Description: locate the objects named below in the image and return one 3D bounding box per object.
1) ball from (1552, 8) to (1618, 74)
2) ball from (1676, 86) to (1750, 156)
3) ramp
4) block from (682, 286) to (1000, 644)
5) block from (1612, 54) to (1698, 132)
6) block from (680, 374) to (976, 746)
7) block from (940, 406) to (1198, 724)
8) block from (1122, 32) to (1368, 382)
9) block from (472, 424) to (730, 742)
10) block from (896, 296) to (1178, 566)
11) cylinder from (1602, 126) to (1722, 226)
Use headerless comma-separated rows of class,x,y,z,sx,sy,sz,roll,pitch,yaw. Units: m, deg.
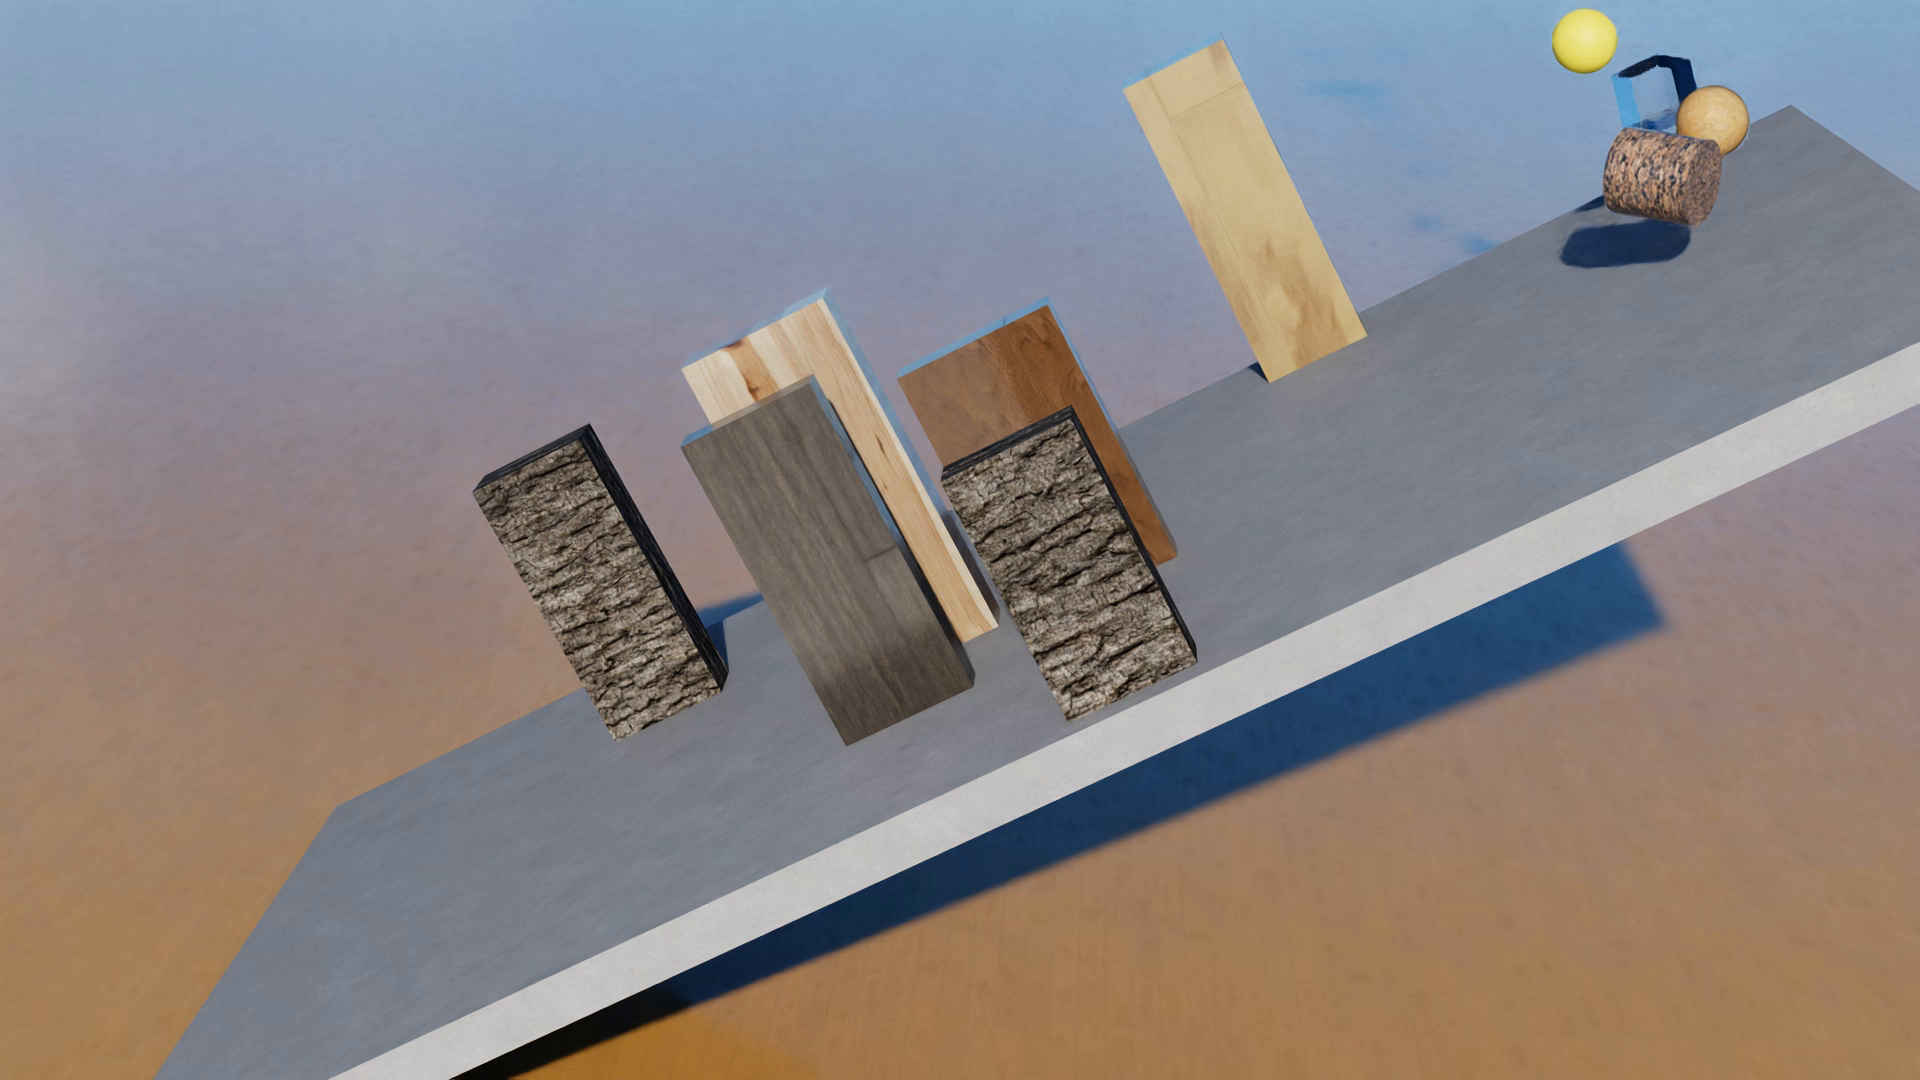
ball,1.248,-0.997,5.879,0.130,0.130,0.130,0,17,0
ball,1.557,-0.866,6.086,0.149,0.149,0.149,0,17,0
ramp,0.140,0.168,6.281,4.000,0.100,2.000,-26,14,10
block,-0.242,-0.101,6.131,0.330,0.781,0.115,-26,14,10
block,1.469,-0.940,6.202,0.119,0.119,0.119,-1,-14,-41
block,-0.257,0.044,5.820,0.287,0.694,0.082,-26,14,10
block,0.199,0.045,5.319,0.260,0.509,0.101,-26,14,10
block,0.662,-0.772,6.836,0.252,0.768,0.149,-26,14,10
block,-0.821,0.100,6.758,0.279,0.670,0.144,-26,14,10
block,0.159,-0.157,5.973,0.338,0.584,0.087,-26,14,10
cylinder,1.416,-0.733,5.929,0.176,0.176,0.176,16,23,34
